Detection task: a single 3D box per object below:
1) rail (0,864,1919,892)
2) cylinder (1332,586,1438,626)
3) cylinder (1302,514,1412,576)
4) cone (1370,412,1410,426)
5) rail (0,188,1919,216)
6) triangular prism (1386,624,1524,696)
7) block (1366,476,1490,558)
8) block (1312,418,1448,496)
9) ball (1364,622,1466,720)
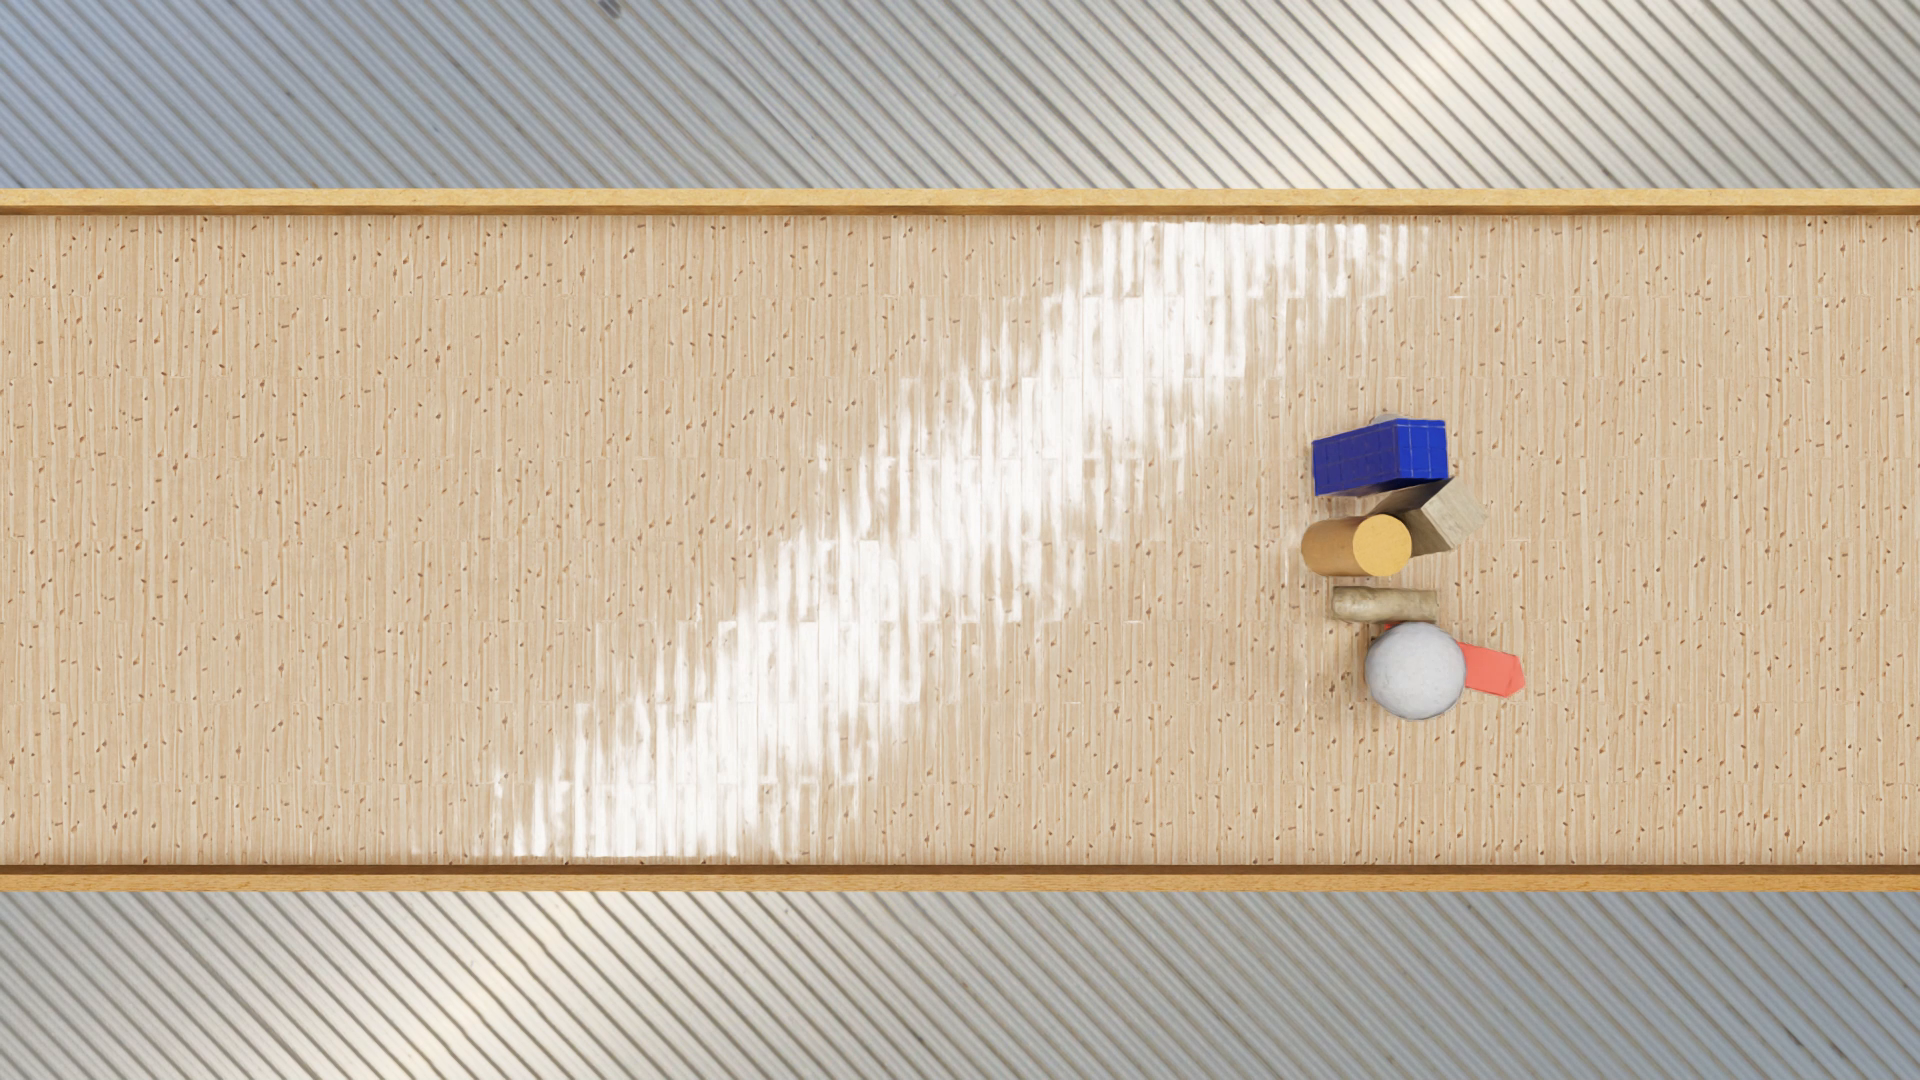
[{"bbox_3d":[-2.247,1.025,5.001,12.000,0.150,0.050,0,90,0],"label":"rail"},{"bbox_3d":[1.283,0.199,4.985,0.303,0.108,0.108,3,90,15],"label":"cylinder"},{"bbox_3d":[1.163,0.020,4.863,0.176,0.405,0.176,0,89,-9],"label":"cylinder"},{"bbox_3d":[1.354,-0.300,4.881,0.179,0.365,0.179,0,90,-10],"label":"cone"},{"bbox_3d":[-2.247,-1.025,5.002,12.000,0.150,0.050,0,90,0],"label":"rail"},{"bbox_3d":[1.437,0.374,4.874,0.107,0.421,0.123,-48,131,-27],"label":"triangular prism"},{"bbox_3d":[1.355,-0.058,4.849,0.150,0.428,0.150,-40,93,-11],"label":"block"},{"bbox_3d":[1.229,-0.237,4.850,0.167,0.406,0.167,0,84,-23],"label":"block"},{"bbox_3d":[1.310,0.376,4.747,0.284,0.284,0.284,0,90,0],"label":"ball"}]
